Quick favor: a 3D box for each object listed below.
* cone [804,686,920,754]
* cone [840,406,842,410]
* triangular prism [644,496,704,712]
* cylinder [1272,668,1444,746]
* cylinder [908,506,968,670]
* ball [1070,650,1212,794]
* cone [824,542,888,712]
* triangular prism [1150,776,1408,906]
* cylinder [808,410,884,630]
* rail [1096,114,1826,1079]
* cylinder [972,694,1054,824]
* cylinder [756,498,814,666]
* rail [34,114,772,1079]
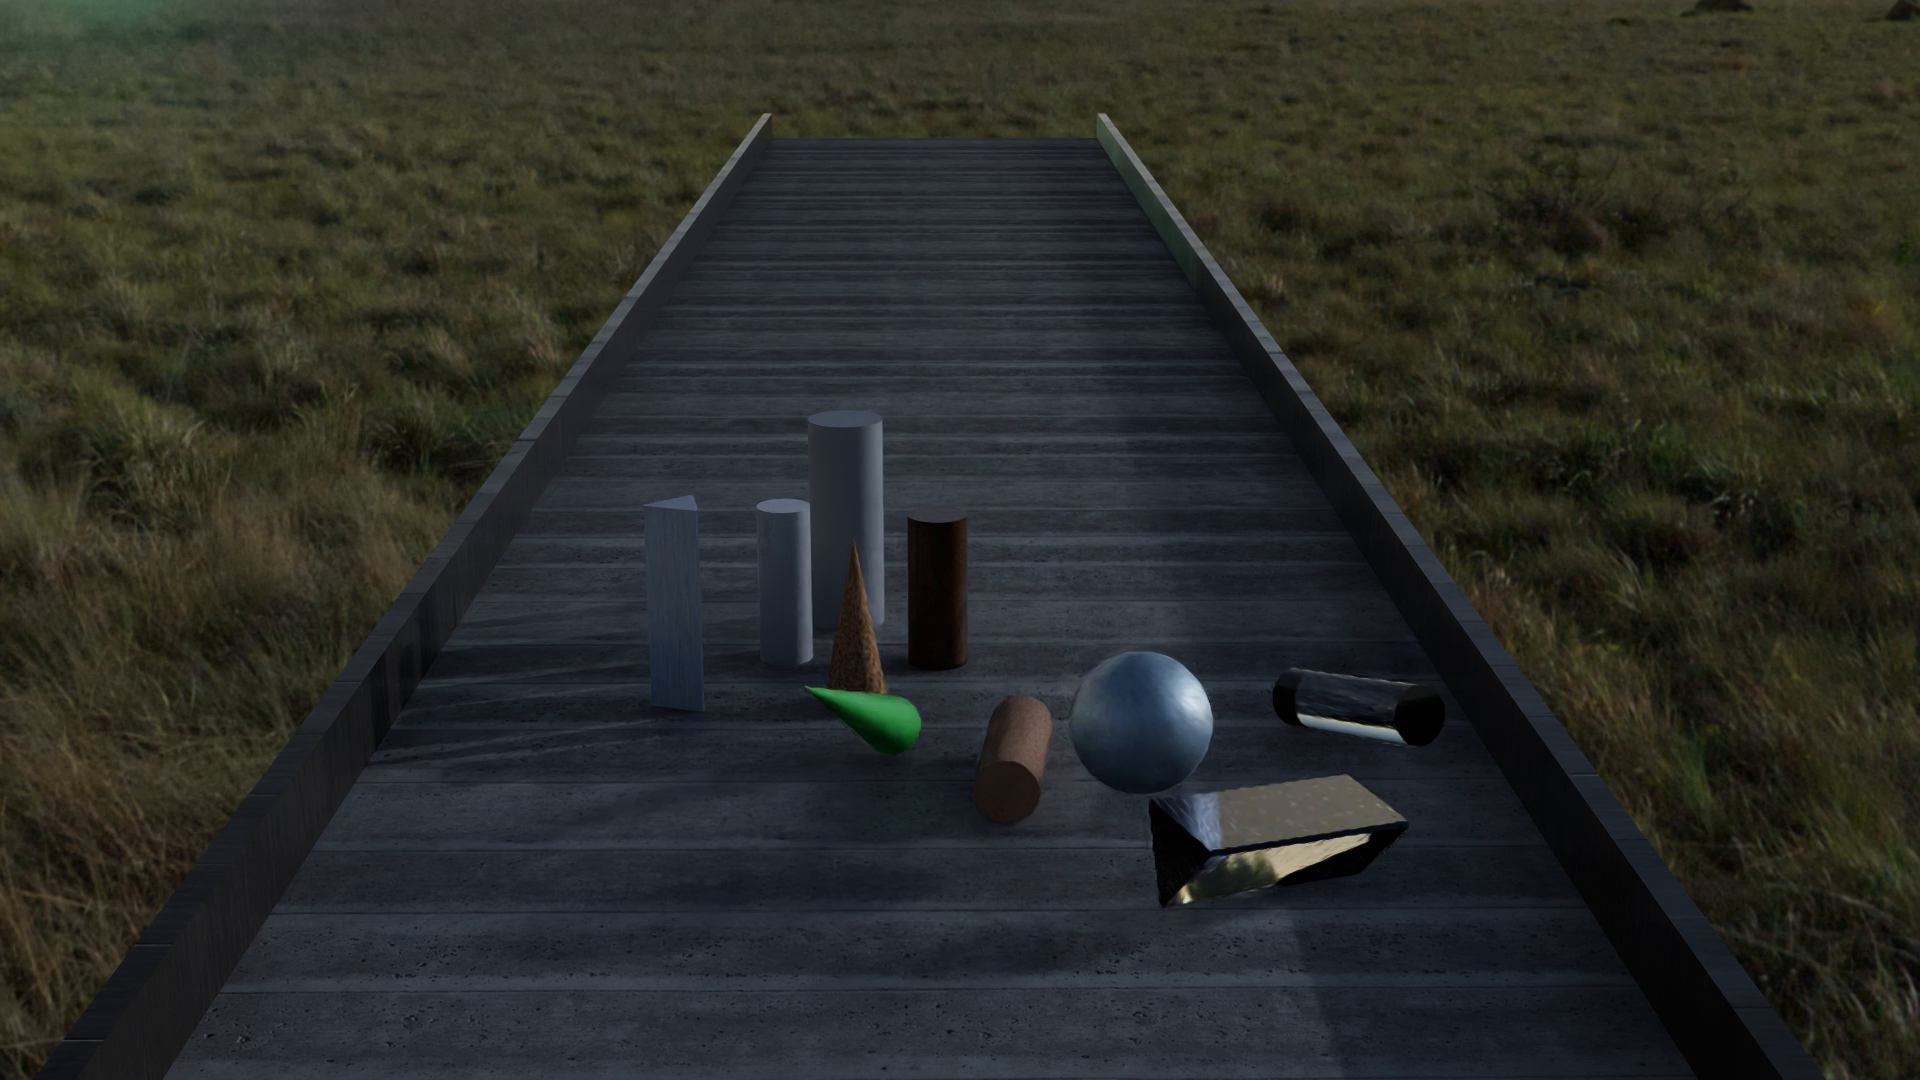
[{"bbox_3d":[-0.187,0.284,3.752,0.106,0.106,0.418,6,-11,20],"label":"cone"},{"bbox_3d":[-0.253,-0.084,4.742,0.147,0.436,0.147,0,17,0],"label":"cone"},{"bbox_3d":[-0.519,0.117,4.145,0.109,0.393,0.094,6,17,18],"label":"triangular prism"},{"bbox_3d":[0.703,0.294,3.912,0.107,0.107,0.360,-8,5,-26],"label":"cylinder"},{"bbox_3d":[-0.045,0.096,4.370,0.119,0.305,0.119,0,17,0],"label":"cylinder"},{"bbox_3d":[0.287,0.290,3.494,0.228,0.228,0.228,0,17,0],"label":"ball"},{"bbox_3d":[-0.197,0.153,4.131,0.126,0.331,0.126,0,17,0],"label":"cone"},{"bbox_3d":[0.462,0.428,3.295,0.379,0.152,0.131,-3,55,-32],"label":"triangular prism"},{"bbox_3d":[-0.237,-0.041,4.599,0.154,0.437,0.154,0,17,0],"label":"cylinder"},{"bbox_3d":[0.932,-0.844,7.801,0.050,0.150,12.000,0,17,-1],"label":"rail"},{"bbox_3d":[0.093,0.373,3.777,0.112,0.112,0.308,2,17,6],"label":"cylinder"},{"bbox_3d":[-0.349,0.084,4.391,0.107,0.316,0.107,0,17,0],"label":"cylinder"},{"bbox_3d":[-1.118,-0.838,7.780,0.050,0.150,12.000,0,17,-1],"label":"rail"}]
